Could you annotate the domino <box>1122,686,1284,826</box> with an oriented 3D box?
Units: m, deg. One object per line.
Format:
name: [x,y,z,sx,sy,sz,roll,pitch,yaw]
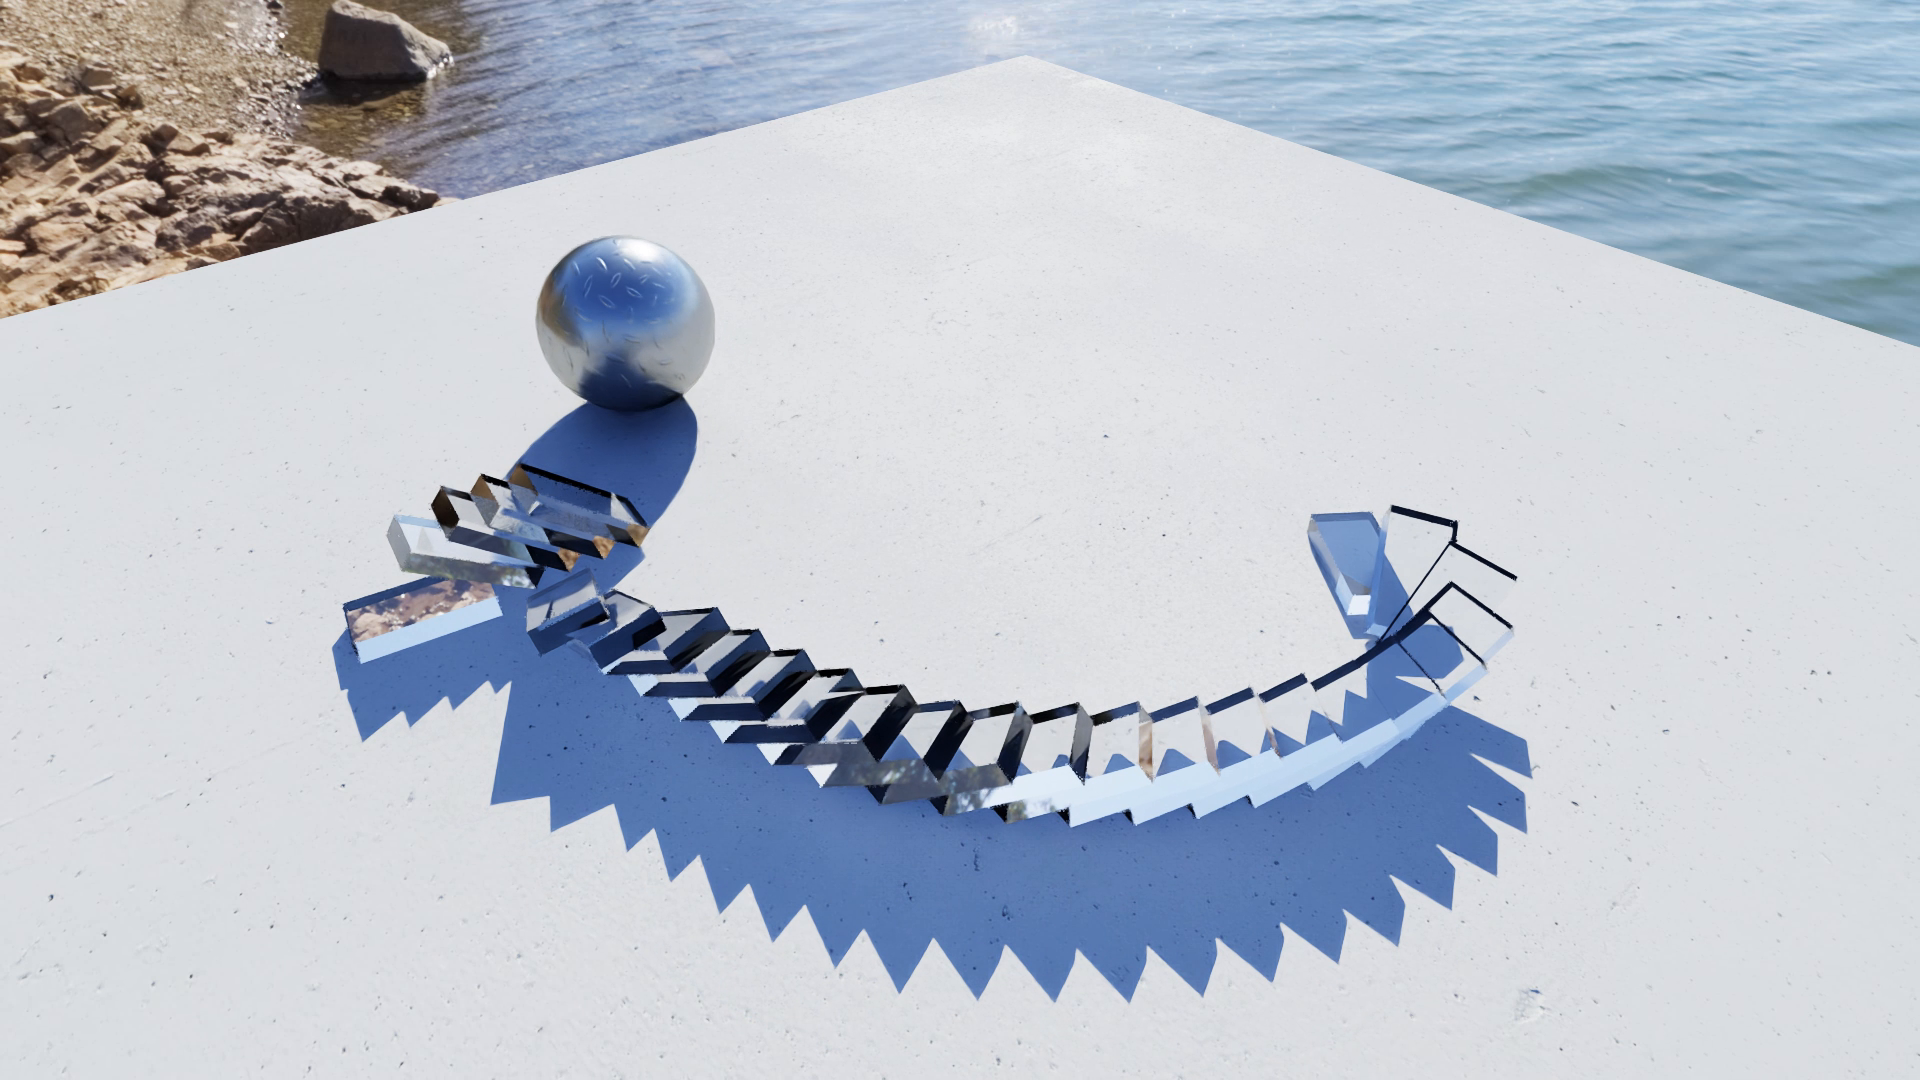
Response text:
domino: [0.072,0.067,0.342,0.050,0.009,0.025,-27,36,18]

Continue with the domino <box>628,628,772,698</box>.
domino: [-0.089,0.042,0.373,0.050,0.009,0.025,-7,26,45]

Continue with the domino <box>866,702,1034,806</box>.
domino: [-0.004,0.067,0.342,0.050,0.009,0.025,-17,29,32]

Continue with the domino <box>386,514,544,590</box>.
domino: [-0.187,0.005,0.416,0.050,0.010,0.025,13,23,-46]

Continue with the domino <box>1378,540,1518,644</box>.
domino: [0.169,0.028,0.386,0.025,0.010,0.050,35,86,27]

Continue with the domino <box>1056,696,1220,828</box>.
domino: [0.054,0.069,0.340,0.050,0.009,0.025,-24,34,22]

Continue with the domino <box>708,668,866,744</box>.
domino: [-0.057,0.054,0.358,0.050,0.009,0.025,-10,26,43]

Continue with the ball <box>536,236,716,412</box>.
ball: [-0.154,-0.099,0.509,0.080,0.080,0.080,0,39,0]

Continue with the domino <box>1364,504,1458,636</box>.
domino: [0.168,0.014,0.409,0.025,0.009,0.050,15,66,7]

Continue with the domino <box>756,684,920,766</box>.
domino: [-0.040,0.059,0.351,0.050,0.009,0.025,-11,28,41]

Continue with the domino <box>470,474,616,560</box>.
domino: [-0.162,-0.009,0.430,0.050,0.010,0.025,22,16,-48]

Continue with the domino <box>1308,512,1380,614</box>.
domino: [0.158,0.008,0.433,0.025,0.010,0.050,-2,39,-3]

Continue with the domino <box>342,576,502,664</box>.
domino: [-0.201,0.026,0.412,0.050,0.010,0.025,-21,44,-23]

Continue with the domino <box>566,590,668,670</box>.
domino: [-0.124,0.030,0.386,0.025,0.010,0.050,-33,21,-26]

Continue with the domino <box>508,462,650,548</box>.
domino: [-0.150,-0.013,0.435,0.050,0.009,0.025,22,16,-48]

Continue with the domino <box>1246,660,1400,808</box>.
domino: [0.109,0.061,0.348,0.050,0.009,0.025,-32,39,13]

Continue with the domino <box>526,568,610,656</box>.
domino: [-0.141,0.025,0.393,0.025,0.009,0.050,-28,19,-14]

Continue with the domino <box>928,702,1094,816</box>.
domino: [0.016,0.068,0.341,0.050,0.010,0.025,-20,31,28]

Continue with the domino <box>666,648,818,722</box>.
domino: [-0.073,0.048,0.365,0.050,0.009,0.025,-9,26,44]

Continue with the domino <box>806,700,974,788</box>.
domino: [-0.022,0.064,0.345,0.050,0.010,0.025,-13,29,39]

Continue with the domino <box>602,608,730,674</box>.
domino: [-0.104,0.035,0.381,0.050,0.009,0.025,-7,26,45]

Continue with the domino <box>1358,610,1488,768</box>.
domino: [0.144,0.049,0.362,0.050,0.009,0.025,-40,47,5]

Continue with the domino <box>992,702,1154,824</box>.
domino: [0.035,0.069,0.340,0.050,0.009,0.025,-22,32,25]

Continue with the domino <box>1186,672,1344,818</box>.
domino: [0.091,0.064,0.345,0.050,0.010,0.025,-30,38,15]

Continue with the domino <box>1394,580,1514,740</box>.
domino: [0.159,0.040,0.372,0.050,0.010,0.025,-45,52,1]

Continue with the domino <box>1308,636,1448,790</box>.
domino: [0.127,0.056,0.355,0.050,0.010,0.025,-37,43,8]

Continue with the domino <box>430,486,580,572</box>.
domino: [-0.174,-0.004,0.424,0.050,0.009,0.025,22,16,-48]
